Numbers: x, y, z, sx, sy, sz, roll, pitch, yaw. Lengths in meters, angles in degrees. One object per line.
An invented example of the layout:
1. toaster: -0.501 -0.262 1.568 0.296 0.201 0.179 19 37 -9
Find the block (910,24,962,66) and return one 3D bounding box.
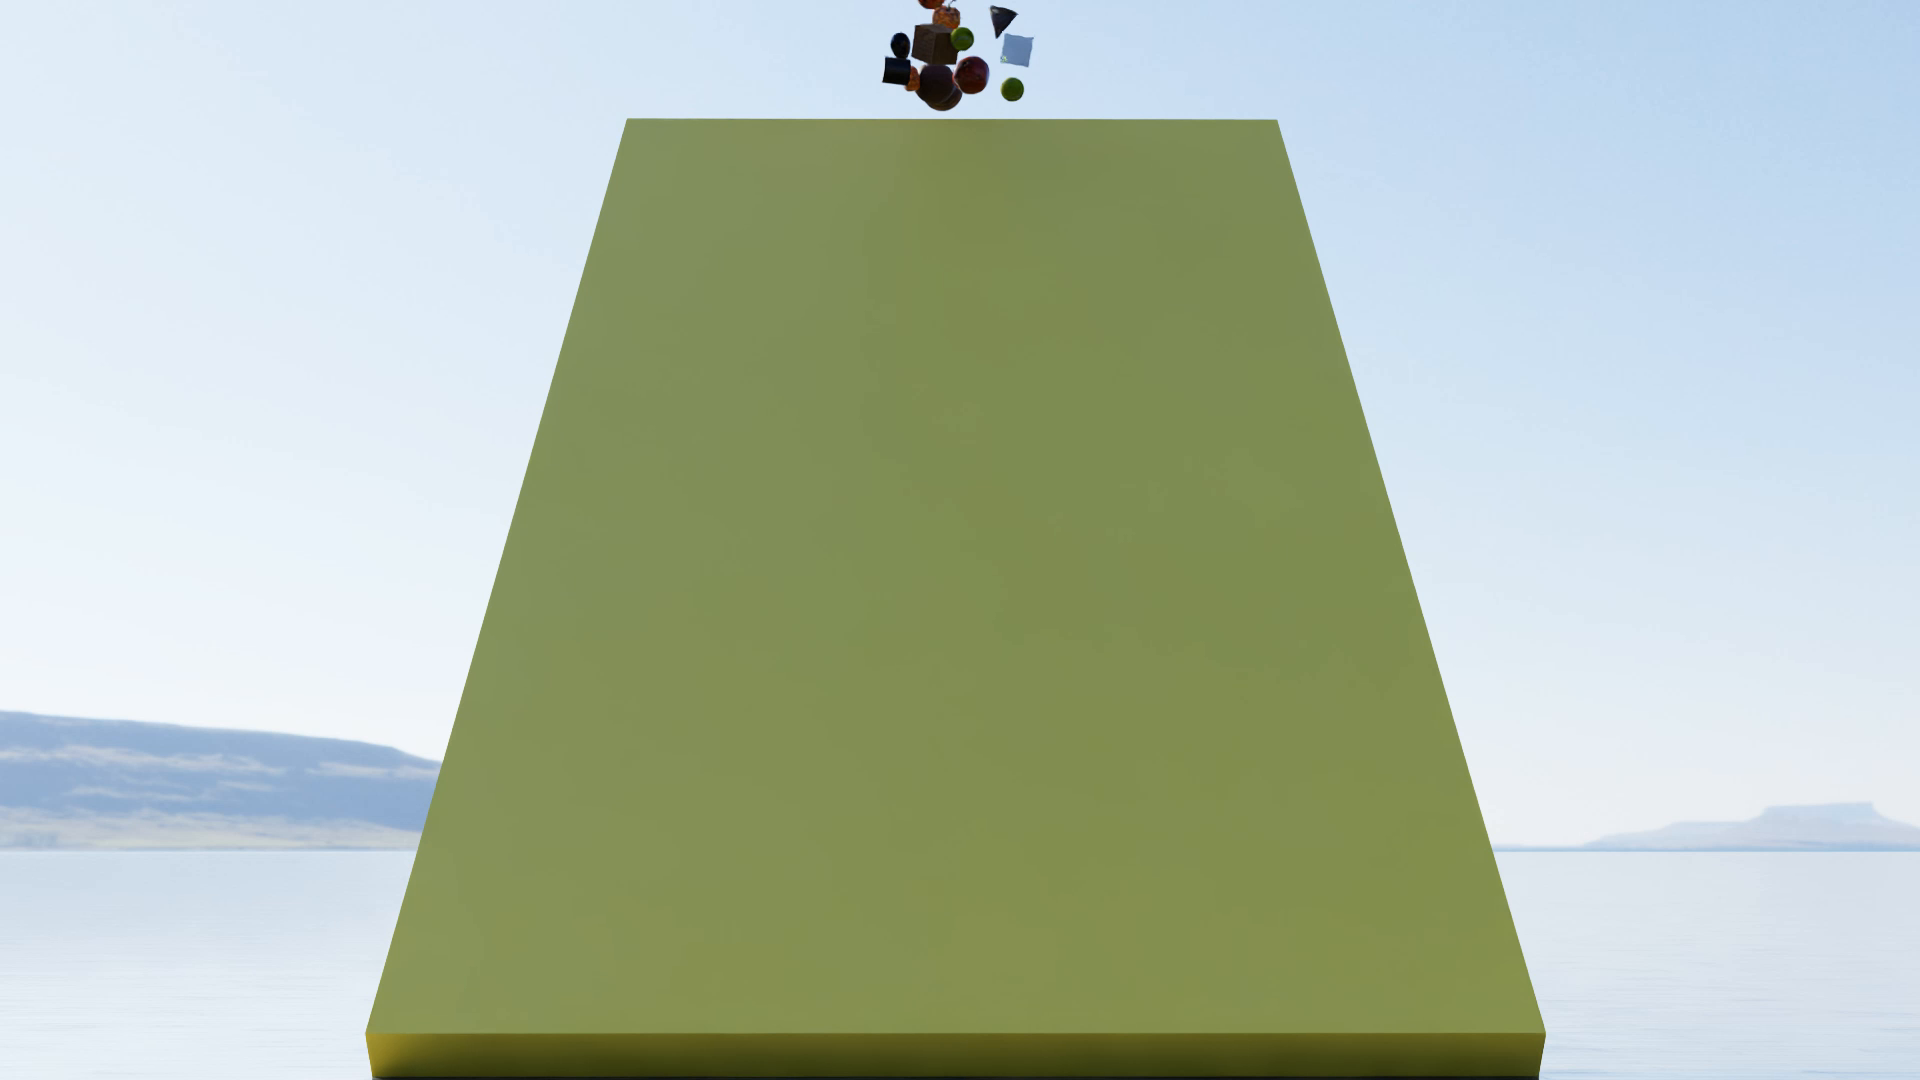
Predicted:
1. block: -0.070 -1.442 7.126 0.096 0.096 0.096 -11 30 -40

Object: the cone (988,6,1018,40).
1. cone: 0.121 -1.568 7.462 0.092 0.092 0.092 14 0 0

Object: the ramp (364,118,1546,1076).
1. ramp: -0.015 -0.188 5.863 2.000 0.100 4.000 0 32 0

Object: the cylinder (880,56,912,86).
1. cylinder: -0.188 -1.372 7.160 0.077 0.077 0.077 6 -8 -10

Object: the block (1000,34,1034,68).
1. block: 0.172 -1.490 7.455 0.087 0.087 0.087 9 10 -2
